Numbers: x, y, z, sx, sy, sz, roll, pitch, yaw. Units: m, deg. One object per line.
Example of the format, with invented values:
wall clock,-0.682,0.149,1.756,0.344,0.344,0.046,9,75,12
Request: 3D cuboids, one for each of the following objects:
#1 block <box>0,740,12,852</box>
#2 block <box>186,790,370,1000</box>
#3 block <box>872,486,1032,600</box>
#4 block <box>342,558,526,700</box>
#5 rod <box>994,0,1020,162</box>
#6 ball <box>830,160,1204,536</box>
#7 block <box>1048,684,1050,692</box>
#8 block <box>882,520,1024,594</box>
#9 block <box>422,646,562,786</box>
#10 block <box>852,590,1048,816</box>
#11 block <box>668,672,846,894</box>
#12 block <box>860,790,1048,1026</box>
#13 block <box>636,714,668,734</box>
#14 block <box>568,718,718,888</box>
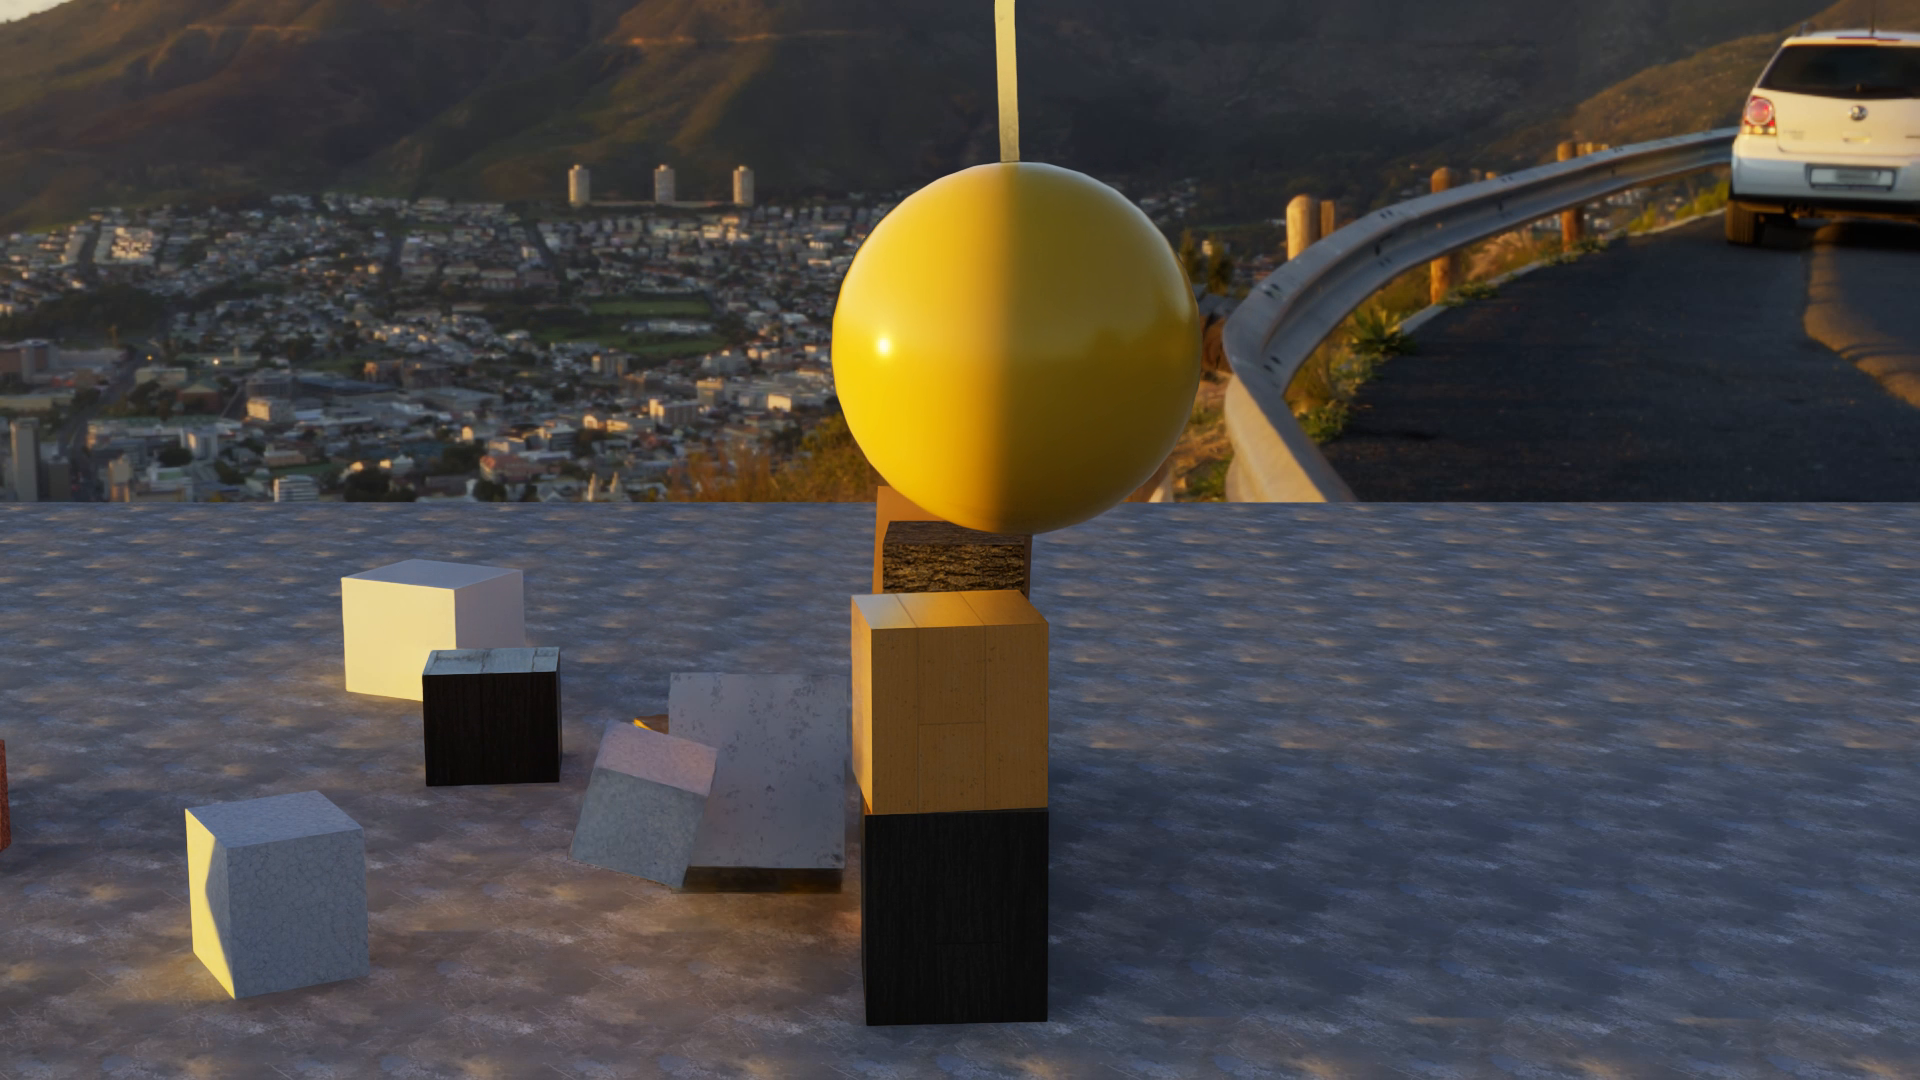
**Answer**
block,-4.594,1.202,11.573,0.432,0.494,0.478,0,10,-1
block,-2.717,1.396,10.204,0.533,0.602,0.627,-6,12,-30
block,-0.029,0.106,12.702,0.649,0.665,0.695,2,-4,12
block,-3.036,0.522,14.835,0.793,0.666,0.646,5,11,26
rod,0.106,-4.164,10.423,0.080,5.200,0.080,-2,10,0
ball,0.244,-0.821,11.031,1.600,1.600,1.600,0,10,0
block,0.031,1.109,11.207,0.659,0.808,0.789,1,10,6
block,-0.022,0.233,11.922,0.640,0.544,0.627,0,10,1
block,-2.372,0.892,13.065,0.657,0.570,0.564,-1,10,-7
block,-0.047,0.603,9.728,0.657,0.700,0.627,-2,10,-9
block,-0.851,1.038,10.795,0.721,0.792,0.841,1,-15,-4
block,-0.032,1.349,9.863,0.680,0.817,0.675,-1,10,-4
block,-1.129,1.129,11.730,0.553,0.582,0.557,-5,11,-24
block,-1.225,1.018,9.958,0.446,0.409,0.426,16,20,-6
